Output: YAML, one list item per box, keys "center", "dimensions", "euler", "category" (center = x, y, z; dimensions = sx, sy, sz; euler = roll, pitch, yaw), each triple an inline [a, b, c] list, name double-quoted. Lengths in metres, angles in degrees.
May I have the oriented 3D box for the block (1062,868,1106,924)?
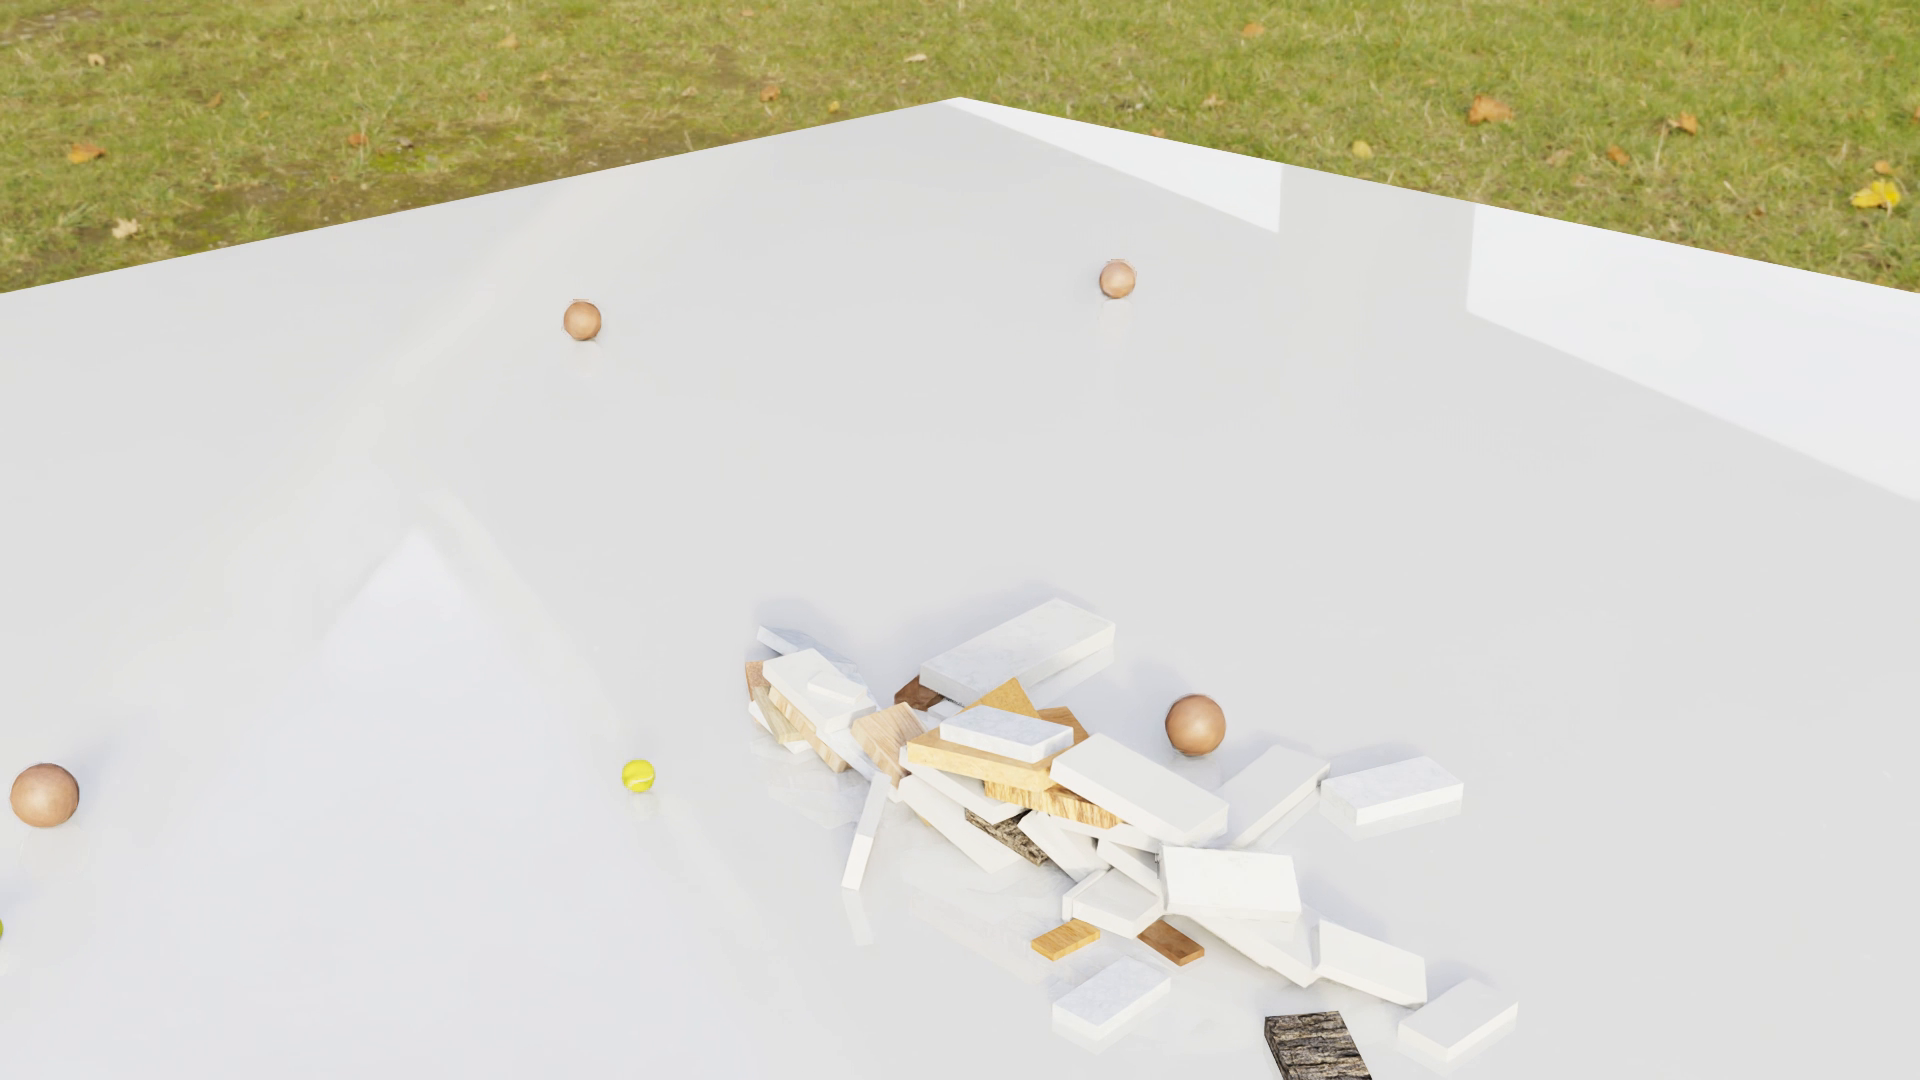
- center: [0.232, 0.667, 4.113]
  dimensions: [0.017, 0.059, 0.118]
  euler: [16, 28, 33]
  category: "block"

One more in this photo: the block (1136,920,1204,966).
- center: [0.384, 0.734, 4.009]
  dimensions: [0.059, 0.017, 0.118]
  euler: [-16, 28, -33]
  category: "block"

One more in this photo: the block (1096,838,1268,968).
- center: [0.457, 0.643, 4.083]
  dimensions: [0.408, 0.043, 0.151]
  euler: [31, 34, 35]
  category: "block"

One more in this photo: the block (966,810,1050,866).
- center: [0.109, 0.561, 4.288]
  dimensions: [0.180, 0.026, 0.090]
  euler: [30, 37, 25]
  category: "block"

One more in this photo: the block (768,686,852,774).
- center: [-0.284, 0.385, 4.693]
  dimensions: [0.126, 0.036, 0.252]
  euler: [-17, 49, -38]
  category: "block"

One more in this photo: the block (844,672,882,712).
- center: [-0.249, 0.365, 4.858]
  dimensions: [0.117, 0.033, 0.234]
  euler: [-7, 24, -16]
  category: "block"

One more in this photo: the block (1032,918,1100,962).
- center: [0.193, 0.730, 4.019]
  dimensions: [0.118, 0.017, 0.059]
  euler: [-19, 29, -37]
  category: "block"

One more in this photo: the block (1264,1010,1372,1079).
- center: [0.602, 0.877, 3.647]
  dimensions: [0.130, 0.037, 0.259]
  euler: [-3, 23, -7]
  category: "block"

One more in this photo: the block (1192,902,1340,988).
- center: [0.541, 0.680, 3.946]
  dimensions: [0.302, 0.043, 0.151]
  euler: [29, 33, 33]
  category: "block"

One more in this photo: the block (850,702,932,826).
- center: [-0.089, 0.456, 4.495]
  dimensions: [0.137, 0.039, 0.274]
  euler: [-17, 53, -38]
  category: "block"

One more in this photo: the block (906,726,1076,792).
- center: [0.069, 0.418, 4.286]
  dimensions: [0.323, 0.042, 0.149]
  euler: [9, 20, 38]
  category: "block"

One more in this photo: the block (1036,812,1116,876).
- center: [0.237, 0.576, 4.230]
  dimensions: [0.090, 0.025, 0.180]
  euler: [-17, 57, -44]
  category: "block"

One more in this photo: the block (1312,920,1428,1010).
- center: [0.715, 0.743, 3.843]
  dimensions: [0.206, 0.029, 0.101]
  euler: [21, 37, -8]
  category: "block"

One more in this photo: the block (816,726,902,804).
- center: [-0.170, 0.442, 4.589]
  dimensions: [0.126, 0.036, 0.252]
  euler: [-21, 47, -41]
  category: "block"

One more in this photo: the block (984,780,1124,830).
- center: [0.209, 0.476, 4.200]
  dimensions: [0.299, 0.042, 0.149]
  euler: [10, 21, 41]
  category: "block"

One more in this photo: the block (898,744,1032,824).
- center: [0.022, 0.466, 4.355]
  dimensions: [0.137, 0.039, 0.274]
  euler: [-16, 32, -41]
  category: "block"

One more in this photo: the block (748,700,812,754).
- center: [-0.373, 0.394, 4.753]
  dimensions: [0.084, 0.024, 0.168]
  euler: [-19, 43, -37]
  category: "block"

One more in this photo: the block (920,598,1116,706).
- center: [0.137, 0.259, 5.048]
  dimensions: [0.176, 0.050, 0.502]
  euler: [23, 30, 33]
  category: "block"

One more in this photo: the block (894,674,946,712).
- center: [-0.065, 0.330, 4.953]
  dimensions: [0.084, 0.024, 0.189]
  euler: [12, 26, 25]
  category: "block"

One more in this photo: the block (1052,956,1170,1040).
- center: [0.266, 0.798, 3.842]
  dimensions: [0.101, 0.029, 0.203]
  euler: [20, 30, 38]
  category: "block"

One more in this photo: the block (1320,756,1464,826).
- center: [0.885, 0.512, 4.507]
  dimensions: [0.259, 0.037, 0.130]
  euler: [-10, 25, -23]
  category: "block"

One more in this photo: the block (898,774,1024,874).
- center: [0.019, 0.542, 4.346]
  dimensions: [0.137, 0.039, 0.274]
  euler: [-21, 45, -40]
  category: "block"

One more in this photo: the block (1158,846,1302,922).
- center: [0.480, 0.614, 3.923]
  dimensions: [0.241, 0.034, 0.121]
  euler: [6, 46, -10]
  category: "block"

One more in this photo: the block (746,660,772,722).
- center: [-0.412, 0.335, 4.930]
  dimensions: [0.117, 0.033, 0.234]
  euler: [-4, 23, -10]
  category: "block"

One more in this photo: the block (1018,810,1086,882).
- center: [0.205, 0.586, 4.239]
  dimensions: [0.180, 0.025, 0.090]
  euler: [42, 39, 16]
  category: "block"

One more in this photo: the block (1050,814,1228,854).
- center: [0.336, 0.525, 4.154]
  dimensions: [0.301, 0.043, 0.151]
  euler: [10, 20, 39]
  category: "block"

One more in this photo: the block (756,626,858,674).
- center: [-0.353, 0.257, 5.058]
  dimensions: [0.117, 0.033, 0.234]
  euler: [10, 11, -43]
  category: "block"

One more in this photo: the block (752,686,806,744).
- center: [-0.379, 0.372, 4.740]
  dimensions: [0.084, 0.024, 0.168]
  euler: [-7, 36, -24]
  category: "block"

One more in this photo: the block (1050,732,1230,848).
- center: [0.332, 0.465, 4.077]
  dimensions: [0.299, 0.042, 0.149]
  euler: [27, 31, 29]
  category: "block"

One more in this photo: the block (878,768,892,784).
- center: [-0.140, 0.459, 4.525]
  dimensions: [0.056, 0.016, 0.113]
  euler: [1, 36, -17]
  category: "block"

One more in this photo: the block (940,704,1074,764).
- center: [0.090, 0.377, 4.286]
  dimensions: [0.241, 0.034, 0.121]
  euler: [10, 21, 42]
  category: "block"

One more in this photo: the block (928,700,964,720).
- center: [-0.011, 0.386, 4.831]
  dimensions: [0.056, 0.016, 0.113]
  euler: [-21, 31, -40]
  category: "block"

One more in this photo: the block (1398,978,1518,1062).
- center: [0.857, 0.824, 3.783]
  dimensions: [0.202, 0.029, 0.101]
  euler: [-19, 30, -38]
  category: "block"

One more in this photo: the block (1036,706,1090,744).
- center: [0.199, 0.460, 4.613]
  dimensions: [0.176, 0.050, 0.353]
  euler: [-7, 24, -16]
  category: "block"

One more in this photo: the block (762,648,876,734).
- center: [-0.300, 0.319, 4.678]
  dimensions: [0.126, 0.036, 0.252]
  euler: [-14, 35, -33]
  category: "block"

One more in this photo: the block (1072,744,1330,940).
- center: [0.489, 0.580, 4.324]
  dimensions: [0.130, 0.037, 0.781]
  euler: [16, 26, 33]
  category: "block"

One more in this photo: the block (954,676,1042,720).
- center: [0.100, 0.429, 4.570]
  dimensions: [0.176, 0.050, 0.353]
  euler: [-33, 28, 0]
  category: "block"

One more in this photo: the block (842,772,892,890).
- center: [-0.180, 0.563, 4.273]
  dimensions: [0.034, 0.121, 0.241]
  euler: [16, 24, 0]
  category: "block"

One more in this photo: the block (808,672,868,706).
- center: [-0.259, 0.313, 4.644]
  dimensions: [0.112, 0.016, 0.056]
  euler: [17, 30, 19]
  category: "block"
